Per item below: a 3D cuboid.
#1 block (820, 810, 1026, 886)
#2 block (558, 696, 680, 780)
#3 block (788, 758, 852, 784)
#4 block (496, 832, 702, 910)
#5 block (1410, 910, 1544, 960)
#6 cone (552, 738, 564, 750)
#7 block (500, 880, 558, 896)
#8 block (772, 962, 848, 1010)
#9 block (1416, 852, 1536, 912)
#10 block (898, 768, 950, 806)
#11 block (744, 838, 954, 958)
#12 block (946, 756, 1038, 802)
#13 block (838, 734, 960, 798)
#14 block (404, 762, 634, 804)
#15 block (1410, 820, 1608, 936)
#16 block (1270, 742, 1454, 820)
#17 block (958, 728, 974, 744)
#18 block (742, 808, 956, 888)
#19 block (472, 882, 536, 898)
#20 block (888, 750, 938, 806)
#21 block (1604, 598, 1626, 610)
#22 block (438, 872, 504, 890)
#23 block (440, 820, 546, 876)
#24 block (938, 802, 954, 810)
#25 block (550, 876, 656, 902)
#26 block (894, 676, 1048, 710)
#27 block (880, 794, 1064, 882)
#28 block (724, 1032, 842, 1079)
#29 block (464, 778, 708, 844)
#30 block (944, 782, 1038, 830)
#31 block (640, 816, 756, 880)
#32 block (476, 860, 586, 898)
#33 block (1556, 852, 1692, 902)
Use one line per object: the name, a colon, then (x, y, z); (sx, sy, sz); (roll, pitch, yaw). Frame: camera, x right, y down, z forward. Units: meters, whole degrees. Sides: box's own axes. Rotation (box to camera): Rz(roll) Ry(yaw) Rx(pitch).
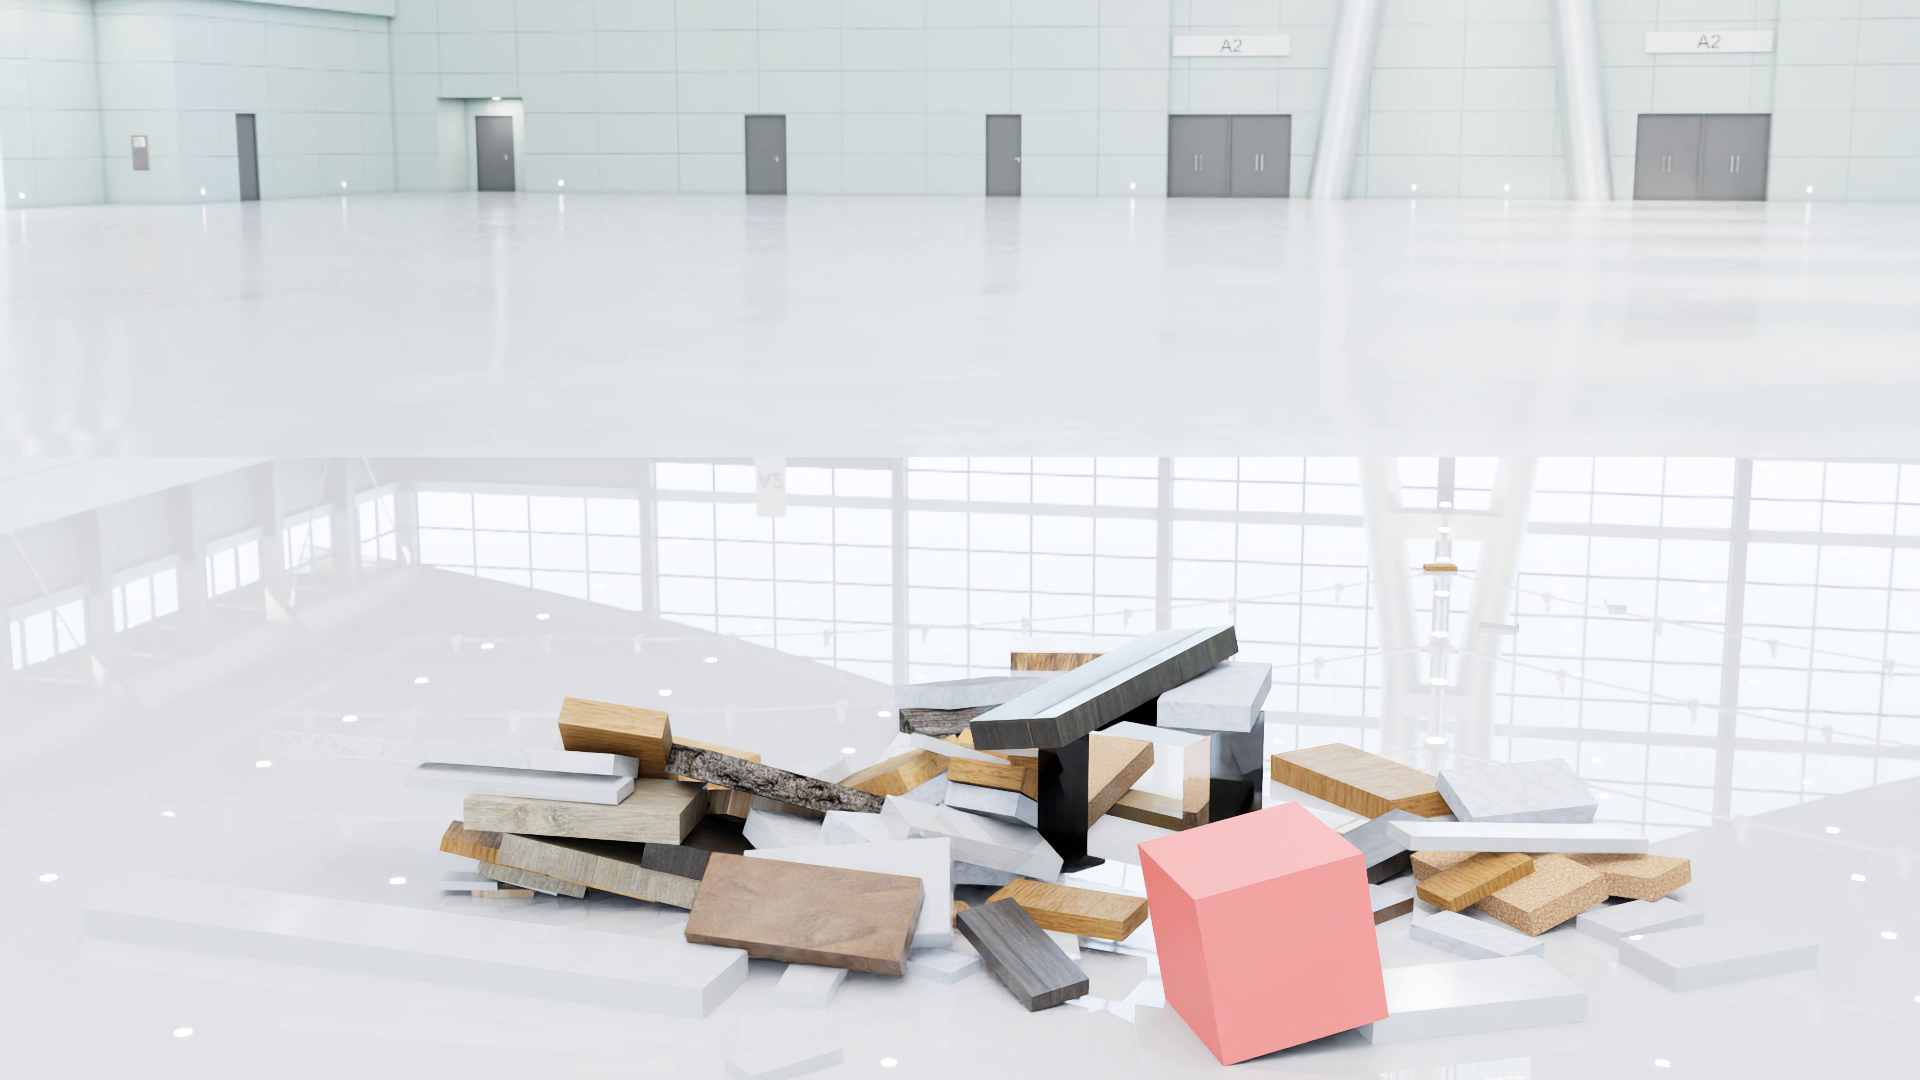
block: (-0.056, 0.510, 3.627); (0.324, 0.046, 0.162); (11, 12, -43)
block: (-0.576, 0.383, 3.758); (0.173, 0.049, 0.347); (8, -32, 3)
block: (-0.328, 0.466, 4.002); (0.245, 0.035, 0.122); (-28, 11, -39)
block: (-0.569, 0.524, 3.643); (0.358, 0.051, 0.179); (14, 10, -4)
block: (0.803, 0.623, 3.420); (0.093, 0.026, 0.185); (-9, 14, -39)
cone: (-0.695, 0.468, 4.051); (0.223, 0.223, 0.223); (-7, -14, -33)
block: (-0.715, 0.566, 3.671); (0.100, 0.014, 0.050); (15, 10, -1)
block: (-0.220, 0.653, 3.268); (0.080, 0.023, 0.160); (2, 11, 9)
block: (0.838, 0.550, 3.578); (0.173, 0.024, 0.086); (-22, 18, -21)
block: (-0.100, 0.457, 3.899); (0.148, 0.042, 0.296); (-27, 1, -15)
block: (-0.174, 0.552, 3.395); (0.324, 0.046, 0.162); (-5, 53, 6)
block: (0.100, 0.437, 3.799); (0.139, 0.039, 0.277); (6, -17, 28)
block: (-0.148, 0.433, 3.911); (0.311, 0.044, 0.155); (-26, 1, 44)
block: (-0.721, 0.398, 3.595); (0.366, 0.023, 0.080); (3, 11, 11)
block: (0.902, 0.555, 3.629); (0.154, 0.044, 0.309); (-21, 18, -21)
block: (0.773, 0.464, 4.210); (0.175, 0.049, 0.349); (-6, 12, -30)
block: (0.068, 0.429, 4.231); (0.171, 0.024, 0.086); (30, 23, 5)
block: (-0.179, 0.517, 3.624); (0.324, 0.046, 0.162); (14, 10, -31)
block: (-0.760, 0.582, 3.672); (0.100, 0.014, 0.050); (0, 11, 0)
block: (-0.025, 0.442, 4.181); (0.119, 0.034, 0.238); (41, 27, 28)
block: (1.756, 0.170, 5.892); (0.046, 0.013, 0.092); (2, 11, 8)
block: (-0.814, 0.569, 3.668); (0.100, 0.014, 0.050); (1, 10, 4)
block: (-0.765, 0.510, 3.649); (0.177, 0.025, 0.089); (14, 10, -4)
block: (0.040, 0.509, 4.041); (0.169, 0.024, 0.085); (2, 11, 12)
block: (-0.586, 0.556, 3.660); (0.177, 0.025, 0.089); (14, 10, -3)
block: (0.028, 0.330, 4.778); (0.161, 0.046, 0.322); (-2, 0, 42)
block: (0.018, 0.491, 3.619); (0.277, 0.039, 0.139); (16, 9, -22)
block: (-0.239, 0.707, 2.986); (0.143, 0.020, 0.072); (-8, 13, -37)
block: (-0.612, 0.436, 3.612); (0.358, 0.051, 0.179); (3, 11, 8)
block: (0.101, 0.480, 3.802); (0.139, 0.039, 0.277); (6, -16, 31)
block: (-0.341, 0.527, 3.644); (0.358, 0.051, 0.179); (13, 9, -6)
block: (-0.708, 0.550, 3.659); (0.177, 0.025, 0.089); (14, 10, -7)
block: (1.069, 0.553, 3.685); (0.265, 0.037, 0.132); (1, 9, 44)
